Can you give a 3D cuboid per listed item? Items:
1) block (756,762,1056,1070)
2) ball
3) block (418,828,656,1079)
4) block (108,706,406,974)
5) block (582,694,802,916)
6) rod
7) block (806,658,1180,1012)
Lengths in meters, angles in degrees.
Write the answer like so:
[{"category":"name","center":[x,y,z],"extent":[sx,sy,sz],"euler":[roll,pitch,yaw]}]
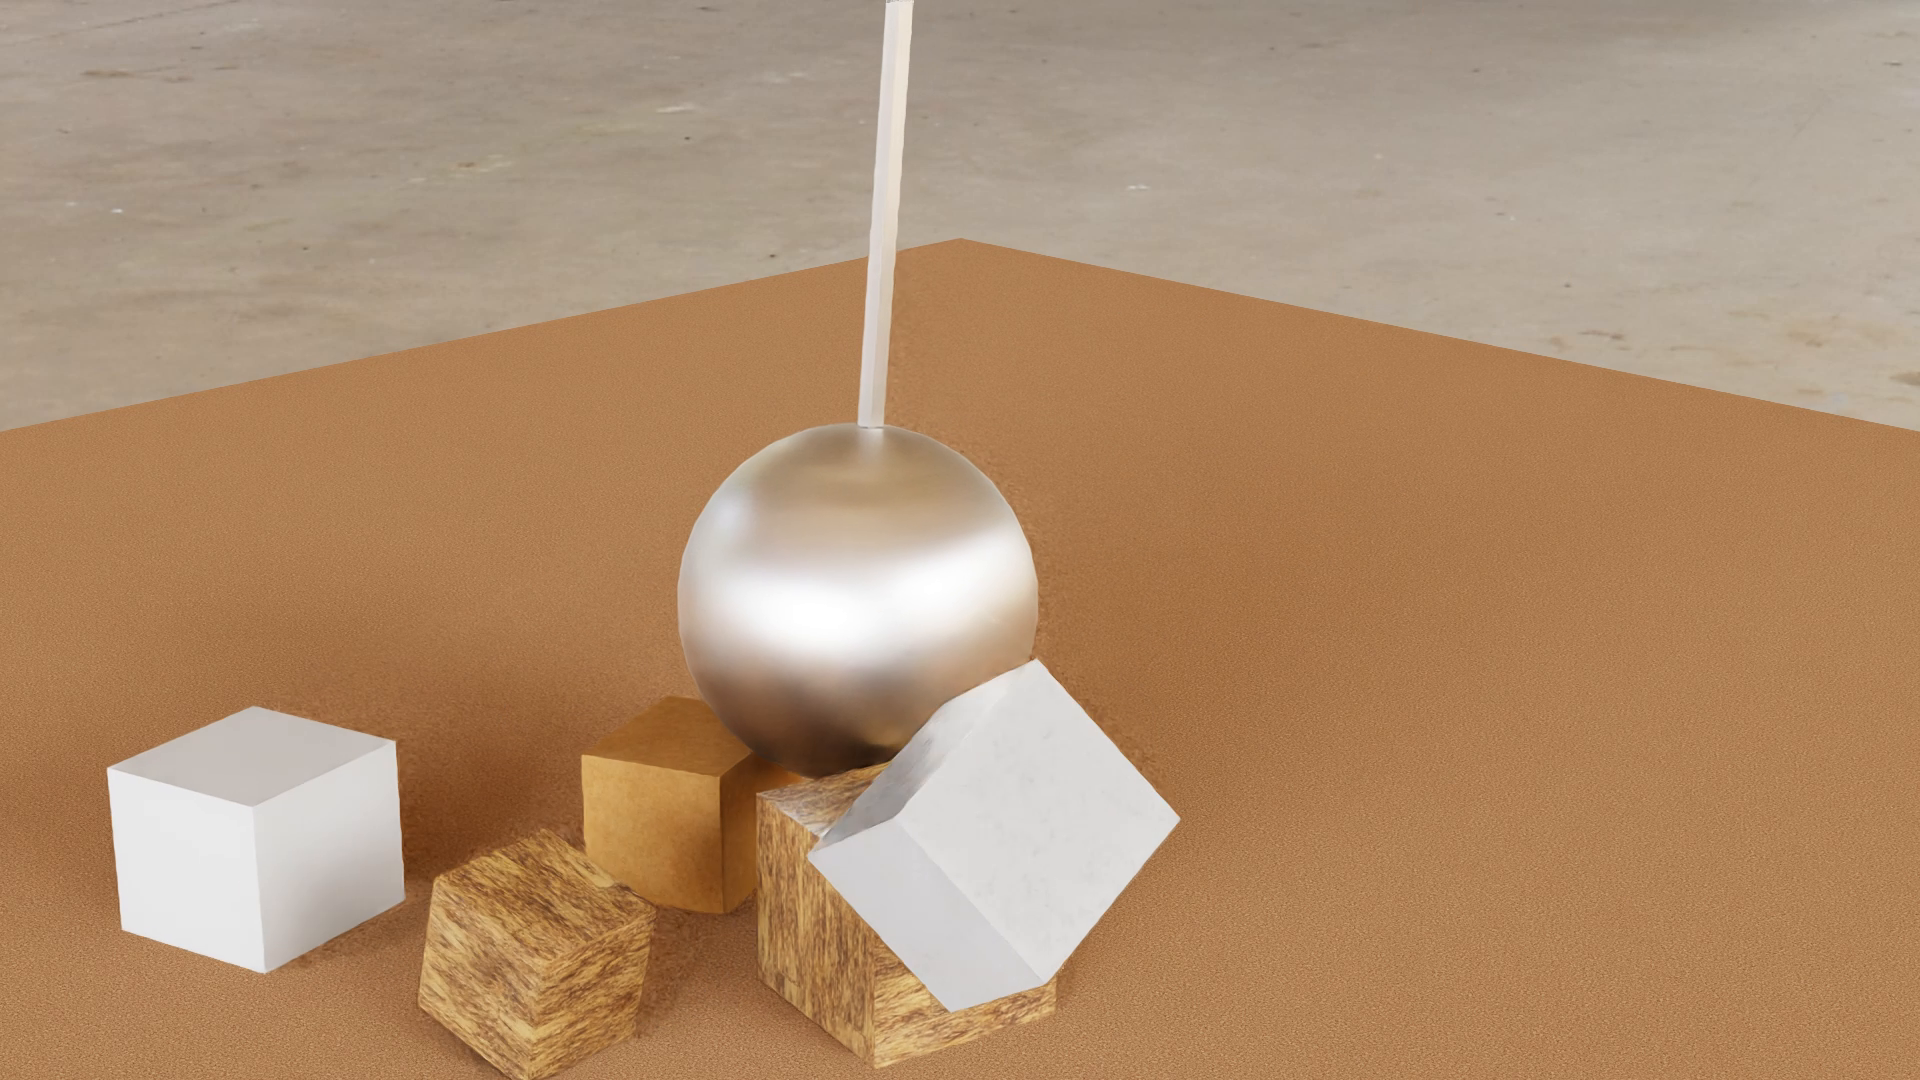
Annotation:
[{"category":"block","center":[-0.226,1.506,12.121],"extent":[0.872,0.846,0.947],"euler":[-11,21,-31]},{"category":"ball","center":[-0.451,0.280,12.957],"extent":[1.600,1.600,1.600],"euler":[0,17,0]},{"category":"block","center":[-1.692,1.663,11.709],"extent":[0.645,0.634,0.597],"euler":[31,33,30]},{"category":"block","center":[-3.089,1.302,12.925],"extent":[0.851,0.766,0.885],"euler":[10,20,30]},{"category":"block","center":[-1.211,1.201,13.415],"extent":[0.692,0.665,0.820],"euler":[7,19,22]},{"category":"rod","center":[-0.195,-3.022,12.187],"extent":[0.080,5.200,0.080],"euler":[17,18,42]},{"category":"block","center":[0.125,1.136,11.200],"extent":[0.906,0.836,0.748],"euler":[-47,9,-32]}]
